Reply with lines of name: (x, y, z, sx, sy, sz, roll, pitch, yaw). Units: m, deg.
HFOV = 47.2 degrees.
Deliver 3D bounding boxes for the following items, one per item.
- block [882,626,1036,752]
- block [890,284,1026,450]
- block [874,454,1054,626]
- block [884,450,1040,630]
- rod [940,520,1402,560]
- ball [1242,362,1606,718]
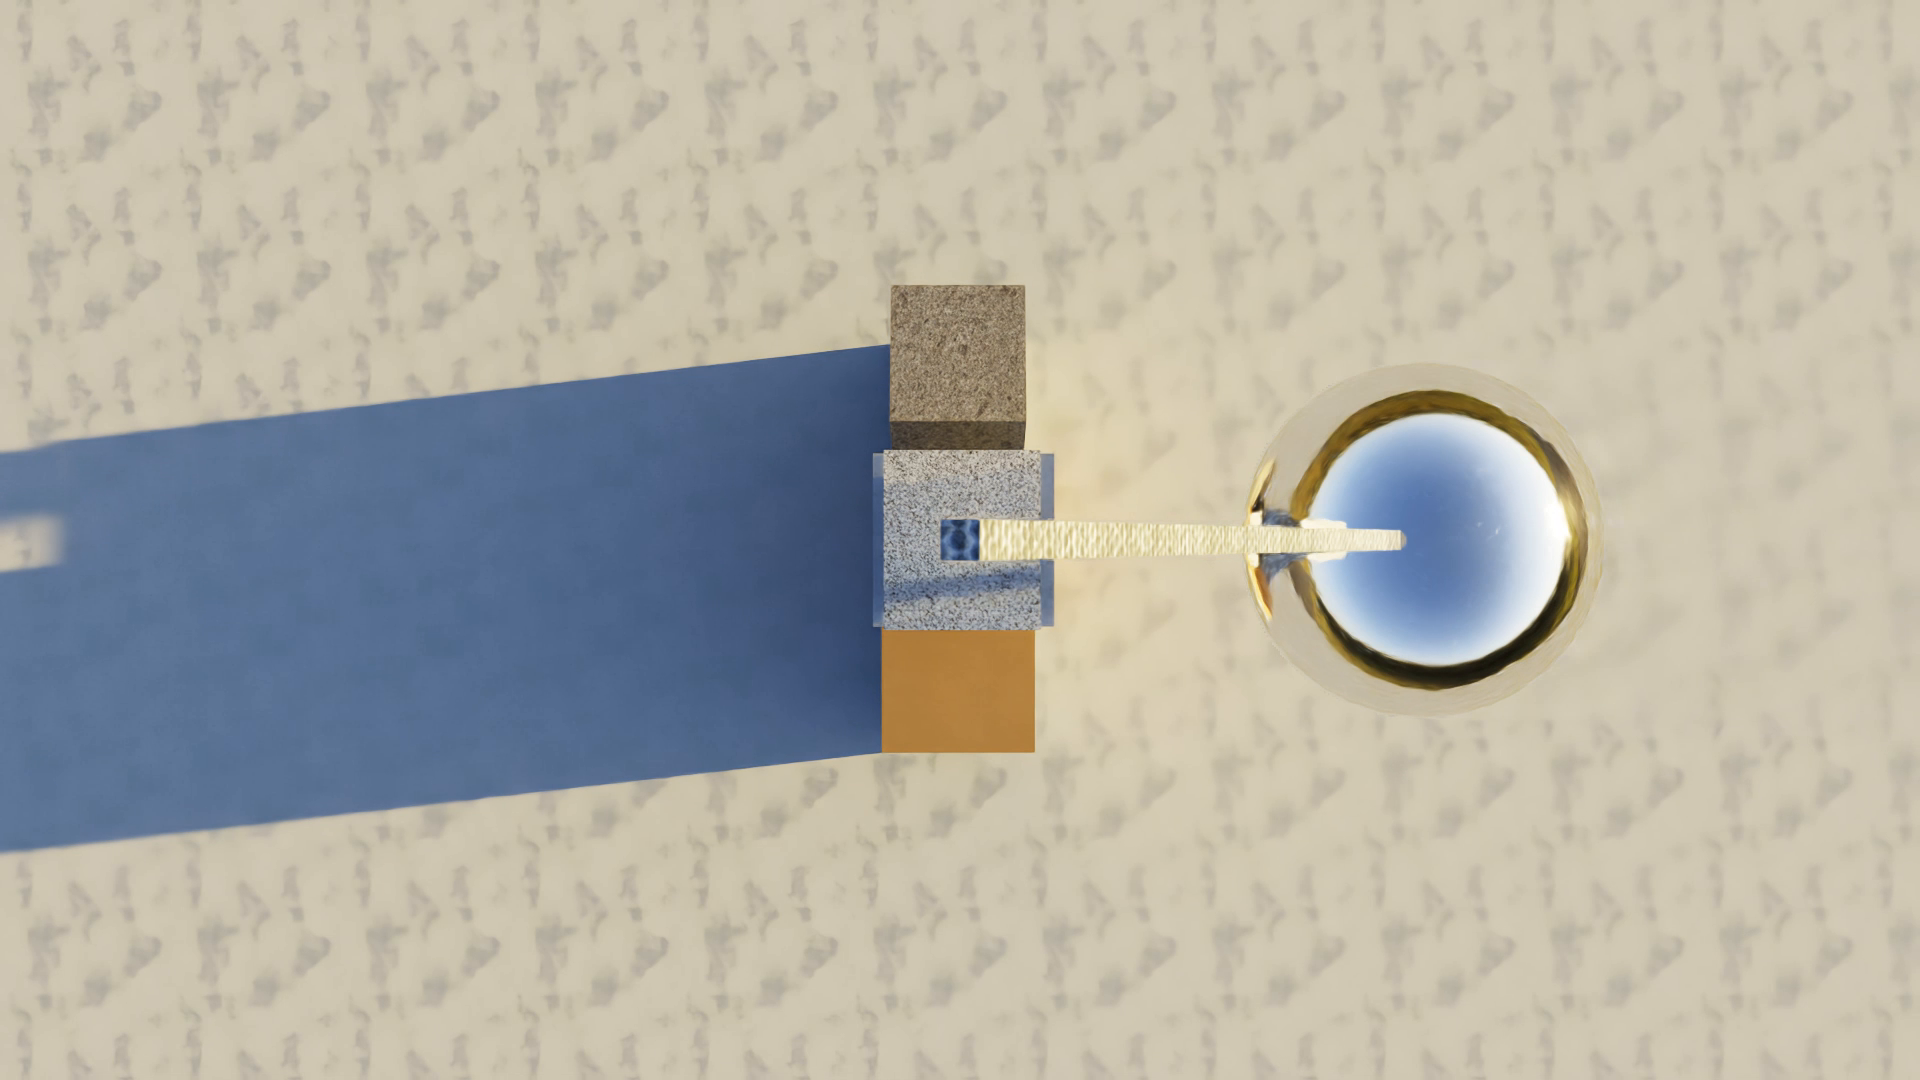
block: (-0.008, 0.716, 11.822, 0.799, 0.703, 0.783, 0, 90, 0)
block: (-0.010, -0.872, 11.892, 0.709, 0.786, 0.763, 0, 74, 0)
block: (0.016, 0.000, 10.236, 0.811, 0.791, 0.776, 0, 90, 0)
block: (0.009, 0.000, 8.818, 0.605, 0.701, 0.694, 0, 90, 0)
rod: (0.899, 0.000, 6.720, 0.080, 5.200, 0.080, 0, 90, 20)
ball: (2.074, 0.000, 9.911, 1.600, 1.600, 1.600, 0, 90, 0)
